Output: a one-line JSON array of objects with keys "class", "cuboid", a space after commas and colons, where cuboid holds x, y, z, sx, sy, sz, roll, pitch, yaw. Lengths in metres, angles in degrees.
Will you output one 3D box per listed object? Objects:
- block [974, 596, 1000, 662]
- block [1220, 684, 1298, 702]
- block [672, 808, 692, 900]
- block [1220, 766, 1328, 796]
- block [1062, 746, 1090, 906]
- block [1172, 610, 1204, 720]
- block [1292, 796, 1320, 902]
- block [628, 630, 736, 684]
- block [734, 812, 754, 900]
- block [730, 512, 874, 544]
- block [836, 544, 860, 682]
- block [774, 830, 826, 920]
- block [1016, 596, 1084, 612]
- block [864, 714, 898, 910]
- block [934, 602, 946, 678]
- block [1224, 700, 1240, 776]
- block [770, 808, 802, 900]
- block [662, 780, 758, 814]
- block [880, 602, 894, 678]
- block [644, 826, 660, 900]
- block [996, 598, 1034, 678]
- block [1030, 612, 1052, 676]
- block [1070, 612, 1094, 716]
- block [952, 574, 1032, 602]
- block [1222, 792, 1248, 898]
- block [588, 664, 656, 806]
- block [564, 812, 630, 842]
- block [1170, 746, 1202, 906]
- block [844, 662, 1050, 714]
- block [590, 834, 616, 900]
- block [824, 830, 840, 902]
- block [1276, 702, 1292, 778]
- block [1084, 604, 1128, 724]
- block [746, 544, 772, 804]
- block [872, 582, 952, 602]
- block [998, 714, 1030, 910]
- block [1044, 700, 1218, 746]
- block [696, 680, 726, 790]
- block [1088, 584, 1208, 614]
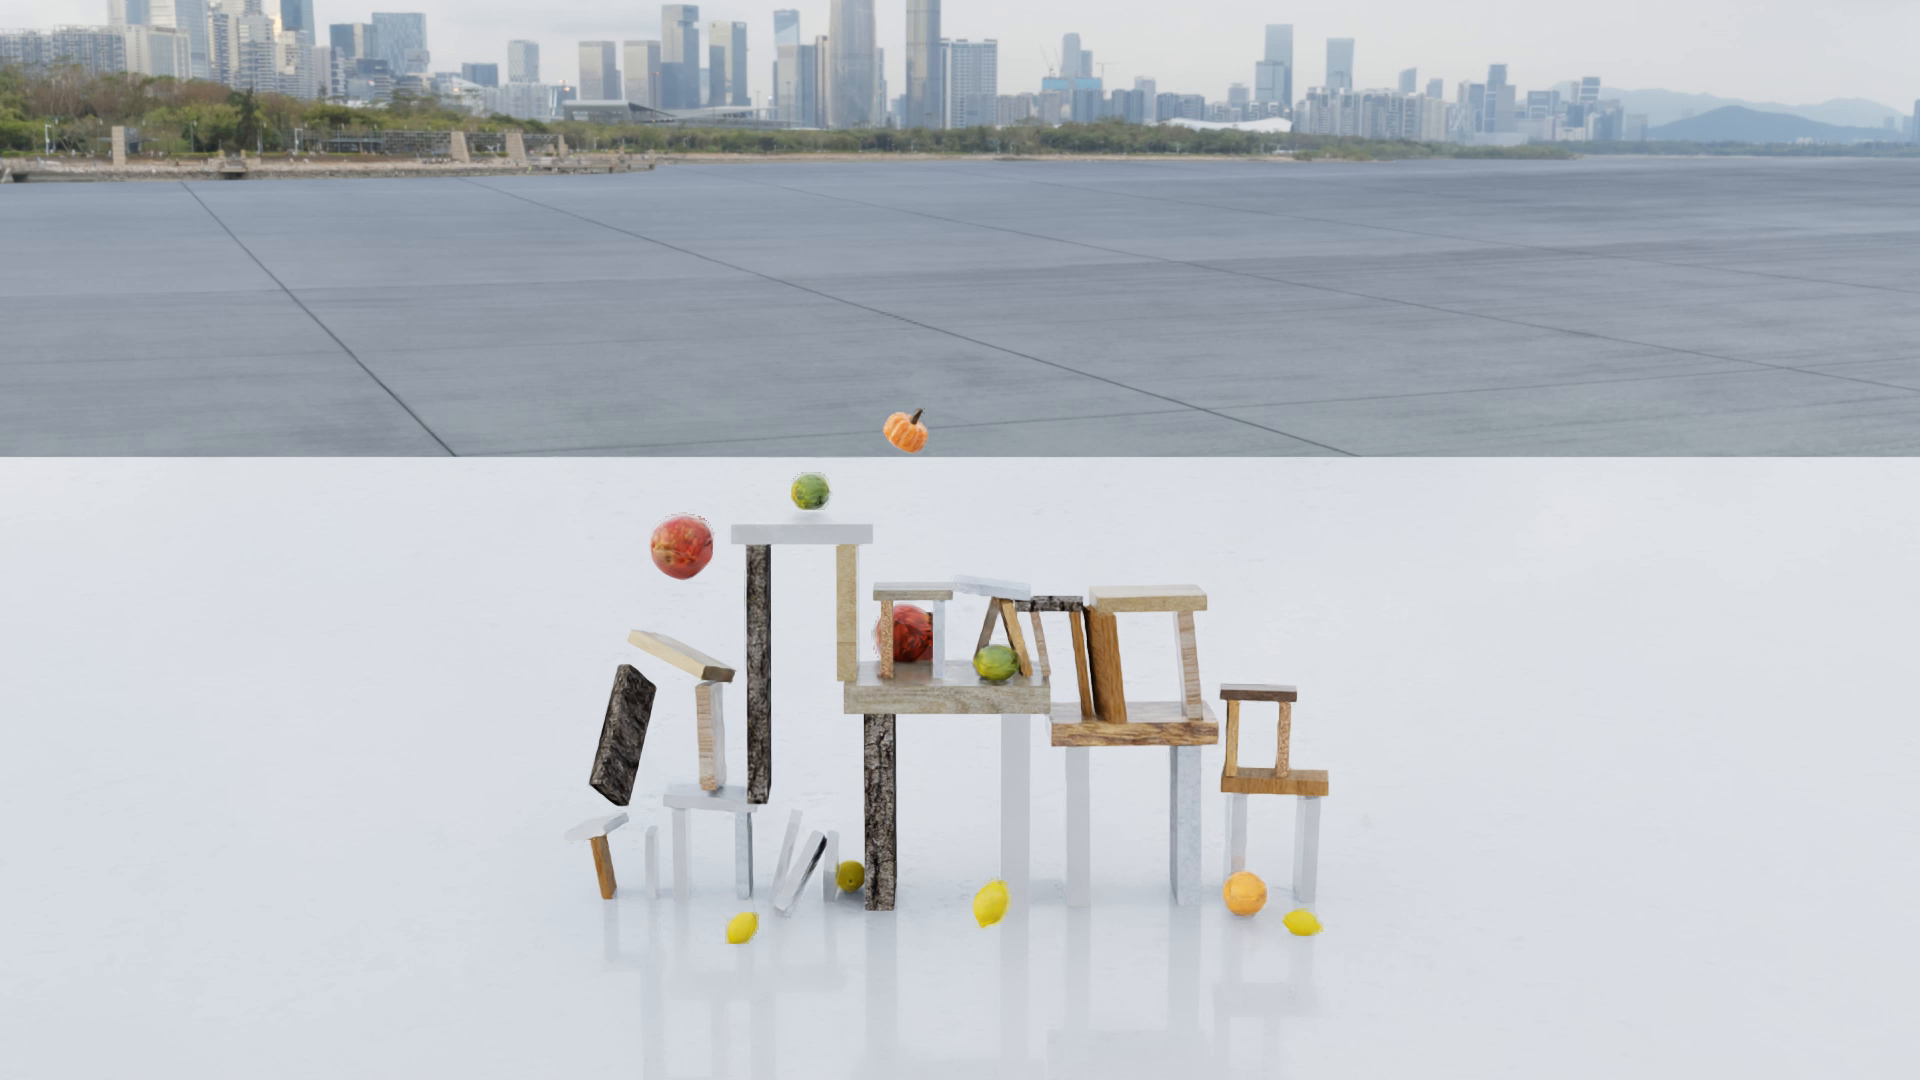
[{"class": "block", "cuboid": [0.049, 0.139, 3.687, 0.018, 0.126, 0.063, 17, 7, 0]}, {"class": "block", "cuboid": [0.493, 0.253, 3.630, 0.125, 0.018, 0.063, 1, 5, 8]}, {"class": "block", "cuboid": [-0.462, 0.514, 3.660, 0.022, 0.153, 0.076, 0, 11, 0]}, {"class": "block", "cuboid": [0.522, 0.400, 3.645, 0.175, 0.025, 0.088, 1, 6, 10]}, {"class": "block", "cuboid": [0.193, 0.455, 3.649, 0.039, 0.272, 0.136, -1, 11, 0]}, {"class": "block", "cuboid": [0.372, 0.194, 3.601, 0.025, 0.179, 0.090, -7, 11, 0]}, {"class": "block", "cuboid": [0.575, 0.504, 3.652, 0.025, 0.175, 0.088, 1, 10, 0]}, {"class": "block", "cuboid": [-0.465, 0.194, 3.676, 0.171, 0.024, 0.086, 23, 4, 32]}, {"class": "block", "cuboid": [-0.360, 0.514, 3.659, 0.022, 0.153, 0.077, 0, 11, 0]}, {"class": "block", "cuboid": [-0.253, -0.019, 3.553, 0.226, 0.032, 0.113, 0, 11, -1]}, {"class": "block", "cuboid": [-0.182, 0.107, 3.581, 0.032, 0.226, 0.113, 0, 11, 0]}, {"class": "block", "cuboid": [-0.255, 0.538, 3.539, 0.020, 0.138, 0.069, 24, -18, 10]}, {"class": "block", "cuboid": [0.145, 0.103, 3.576, 0.109, 0.015, 0.054, 0, 10, 2]}, {"class": "block", "cuboid": [-0.131, 0.427, 3.640, 0.047, 0.331, 0.166, 0, 11, 0]}, {"class": "block", "cuboid": [-0.033, 0.155, 3.588, 0.018, 0.128, 0.064, 0, 11, 0]}, {"class": "block", "cuboid": [0.451, 0.323, 3.645, 0.018, 0.125, 0.063, 3, 4, 4]}, {"class": "block", "cuboid": [-0.289, 0.523, 3.652, 0.020, 0.138, 0.069, 14, 10, -2]}, {"class": "block", "cuboid": [-0.410, 0.424, 3.637, 0.153, 0.022, 0.076, 4, 11, -2]}, {"class": "block", "cuboid": [-0.119, 0.155, 3.588, 0.018, 0.128, 0.064, 0, 11, 0]}, {"class": "block", "cuboid": [-0.512, 0.536, 3.658, 0.016, 0.110, 0.055, 0, 11, 0]}, {"class": "block", "cuboid": [0.089, 0.156, 3.588, 0.018, 0.126, 0.063, -17, 12, -6]}, {"class": "block", "cuboid": [0.131, 0.163, 3.595, 0.015, 0.109, 0.054, -11, 10, 2]}, {"class": "block", "cuboid": [0.198, 0.196, 3.600, 0.015, 0.177, 0.054, -8, 11, 0]}, {"class": "block", "cuboid": [0.052, 0.078, 3.579, 0.126, 0.018, 0.063, 7, 9, 0]}, {"class": "block", "cuboid": [0.458, 0.499, 3.658, 0.025, 0.175, 0.088, 1, 6, 0]}, {"class": "block", "cuboid": [-0.559, 0.324, 3.657, 0.024, 0.220, 0.086, -7, -34, 26]}, {"class": "block", "cuboid": [-0.598, 0.472, 3.618, 0.110, 0.016, 0.055, -17, 8, 44]}, {"class": "block", "cuboid": [0.374, 0.455, 3.649, 0.039, 0.272, 0.136, -1, 11, 0]}, {"class": "block", "cuboid": [-0.021, 0.241, 3.605, 0.331, 0.047, 0.166, 0, 11, 0]}, {"class": "block", "cuboid": [-0.593, 0.535, 3.659, 0.016, 0.110, 0.055, -9, 10, 3]}, {"class": "block", "cuboid": [-0.210, 0.533, 3.587, 0.020, 0.069, 0.138, 5, -30, 0]}, {"class": "block", "cuboid": [0.535, 0.324, 3.638, 0.018, 0.125, 0.063, 3, 5, 6]}, {"class": "block", "cuboid": [0.235, 0.201, 3.567, 0.025, 0.179, 0.090, -10, 13, -14]}, {"class": "block", "cuboid": [-0.329, 0.208, 3.593, 0.032, 0.429, 0.113, 0, 11, -2]}, {"class": "block", "cuboid": [-0.076, 0.084, 3.575, 0.128, 0.018, 0.064, 0, 11, 0]}, {"class": "block", "cuboid": [0.089, 0.427, 3.640, 0.047, 0.331, 0.166, 0, 11, 0]}, {"class": "block", "cuboid": [0.280, 0.302, 3.622, 0.272, 0.039, 0.136, 0, 11, -2]}, {"class": "block", "cuboid": [-0.410, 0.321, 3.629, 0.024, 0.171, 0.085, -2, 2, 7]}, {"class": "block", "cuboid": [0.305, 0.095, 3.572, 0.179, 0.025, 0.090, -1, 11, -6]}]
